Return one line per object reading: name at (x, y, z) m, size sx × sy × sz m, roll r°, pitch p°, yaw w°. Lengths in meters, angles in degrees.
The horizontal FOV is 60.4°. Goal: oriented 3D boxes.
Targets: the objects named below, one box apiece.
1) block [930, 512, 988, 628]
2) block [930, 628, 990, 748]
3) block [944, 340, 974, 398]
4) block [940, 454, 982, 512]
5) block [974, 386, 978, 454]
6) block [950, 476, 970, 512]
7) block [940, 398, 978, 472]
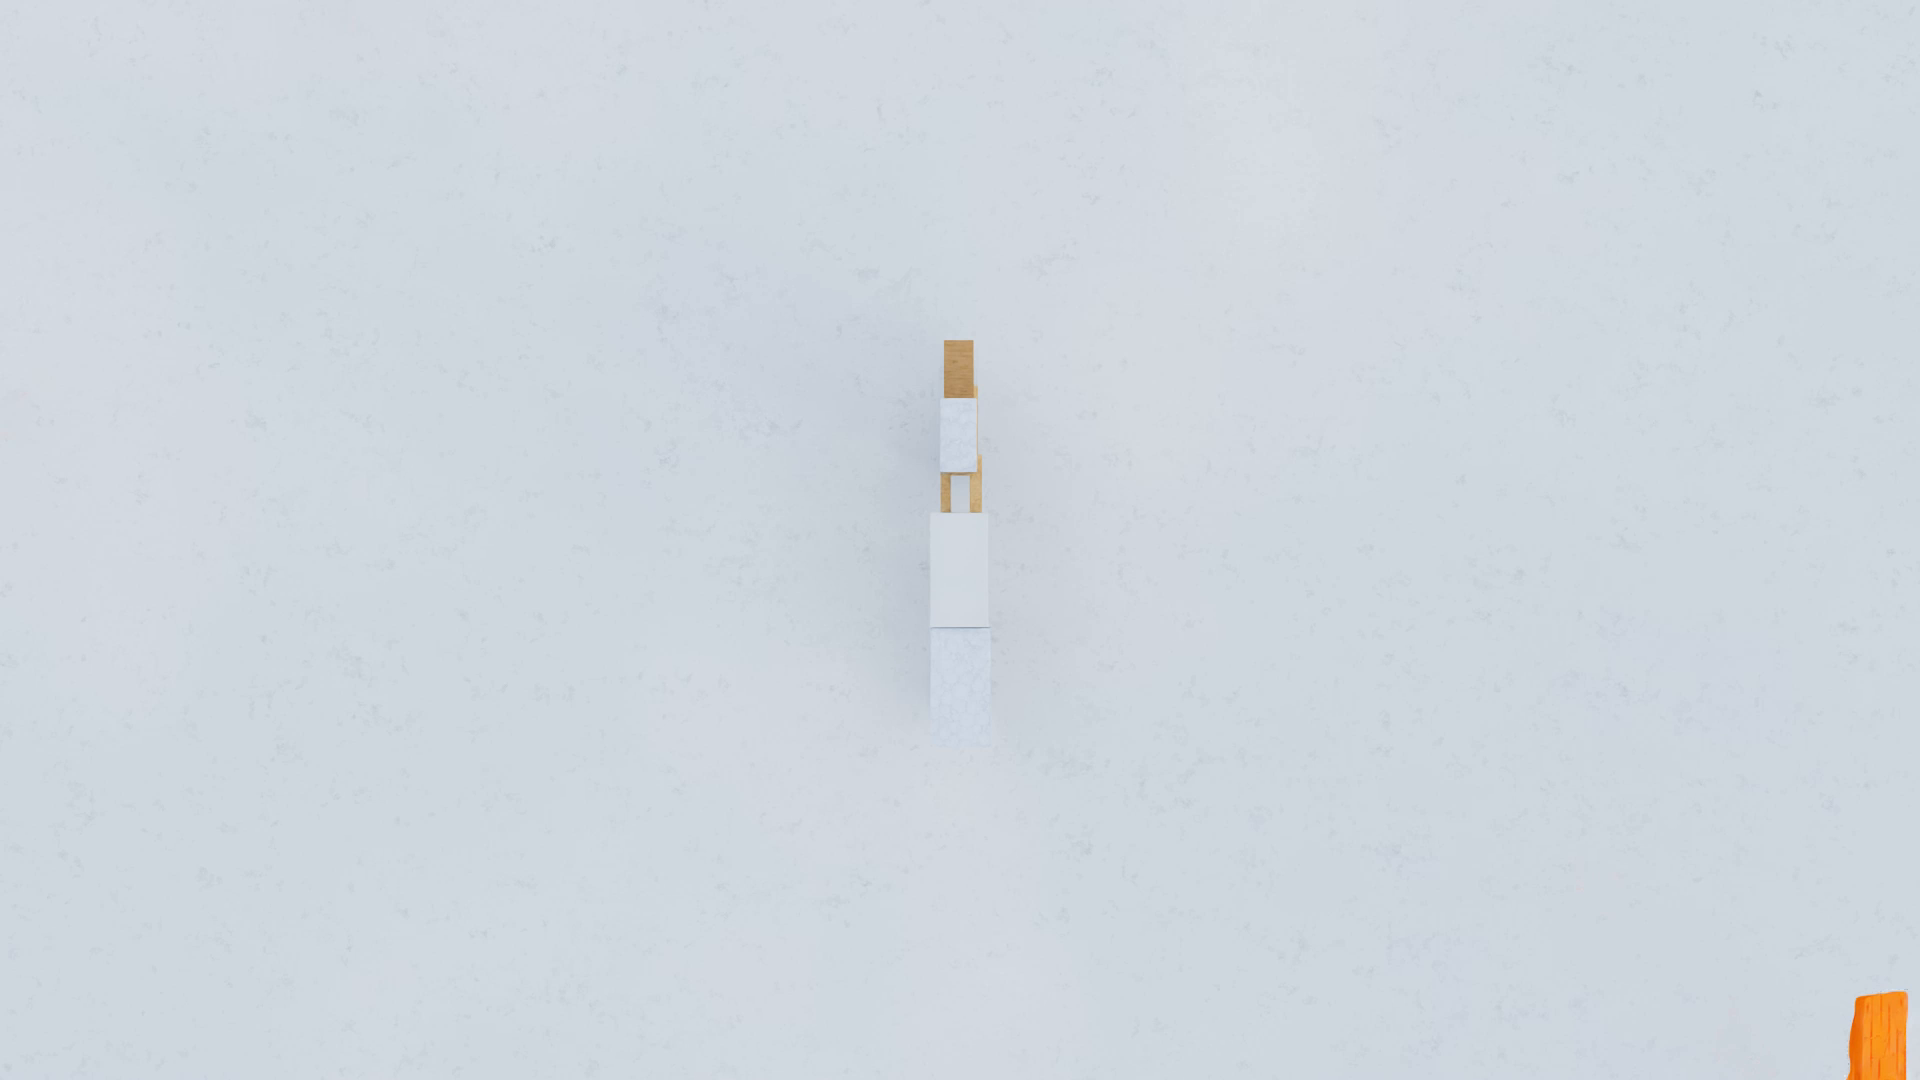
block at (-0.003, 0.088, 4.844) m, size 0.167 × 0.047 × 0.334 m, roll 0°, pitch 90°, yaw 0°
block at (0.002, 0.435, 4.885) m, size 0.176 × 0.050 × 0.352 m, roll 0°, pitch 90°, yaw 0°
block at (-0.004, -0.521, 5.058) m, size 0.091 × 0.026 × 0.182 m, roll 0°, pitch 90°, yaw 0°
block at (0.004, -0.139, 5.221) m, size 0.131 × 0.037 × 0.261 m, roll 0°, pitch 90°, yaw 0°
block at (0.003, -0.383, 5.268) m, size 0.108 × 0.031 × 0.217 m, roll 0°, pitch 90°, yaw 0°
block at (0.001, -0.141, 5.080) m, size 0.057 × 0.016 × 0.114 m, roll 0°, pitch 90°, yaw 0°
block at (-0.004, -0.314, 4.965) m, size 0.111 × 0.031 × 0.221 m, roll 0°, pitch 90°, yaw 0°
